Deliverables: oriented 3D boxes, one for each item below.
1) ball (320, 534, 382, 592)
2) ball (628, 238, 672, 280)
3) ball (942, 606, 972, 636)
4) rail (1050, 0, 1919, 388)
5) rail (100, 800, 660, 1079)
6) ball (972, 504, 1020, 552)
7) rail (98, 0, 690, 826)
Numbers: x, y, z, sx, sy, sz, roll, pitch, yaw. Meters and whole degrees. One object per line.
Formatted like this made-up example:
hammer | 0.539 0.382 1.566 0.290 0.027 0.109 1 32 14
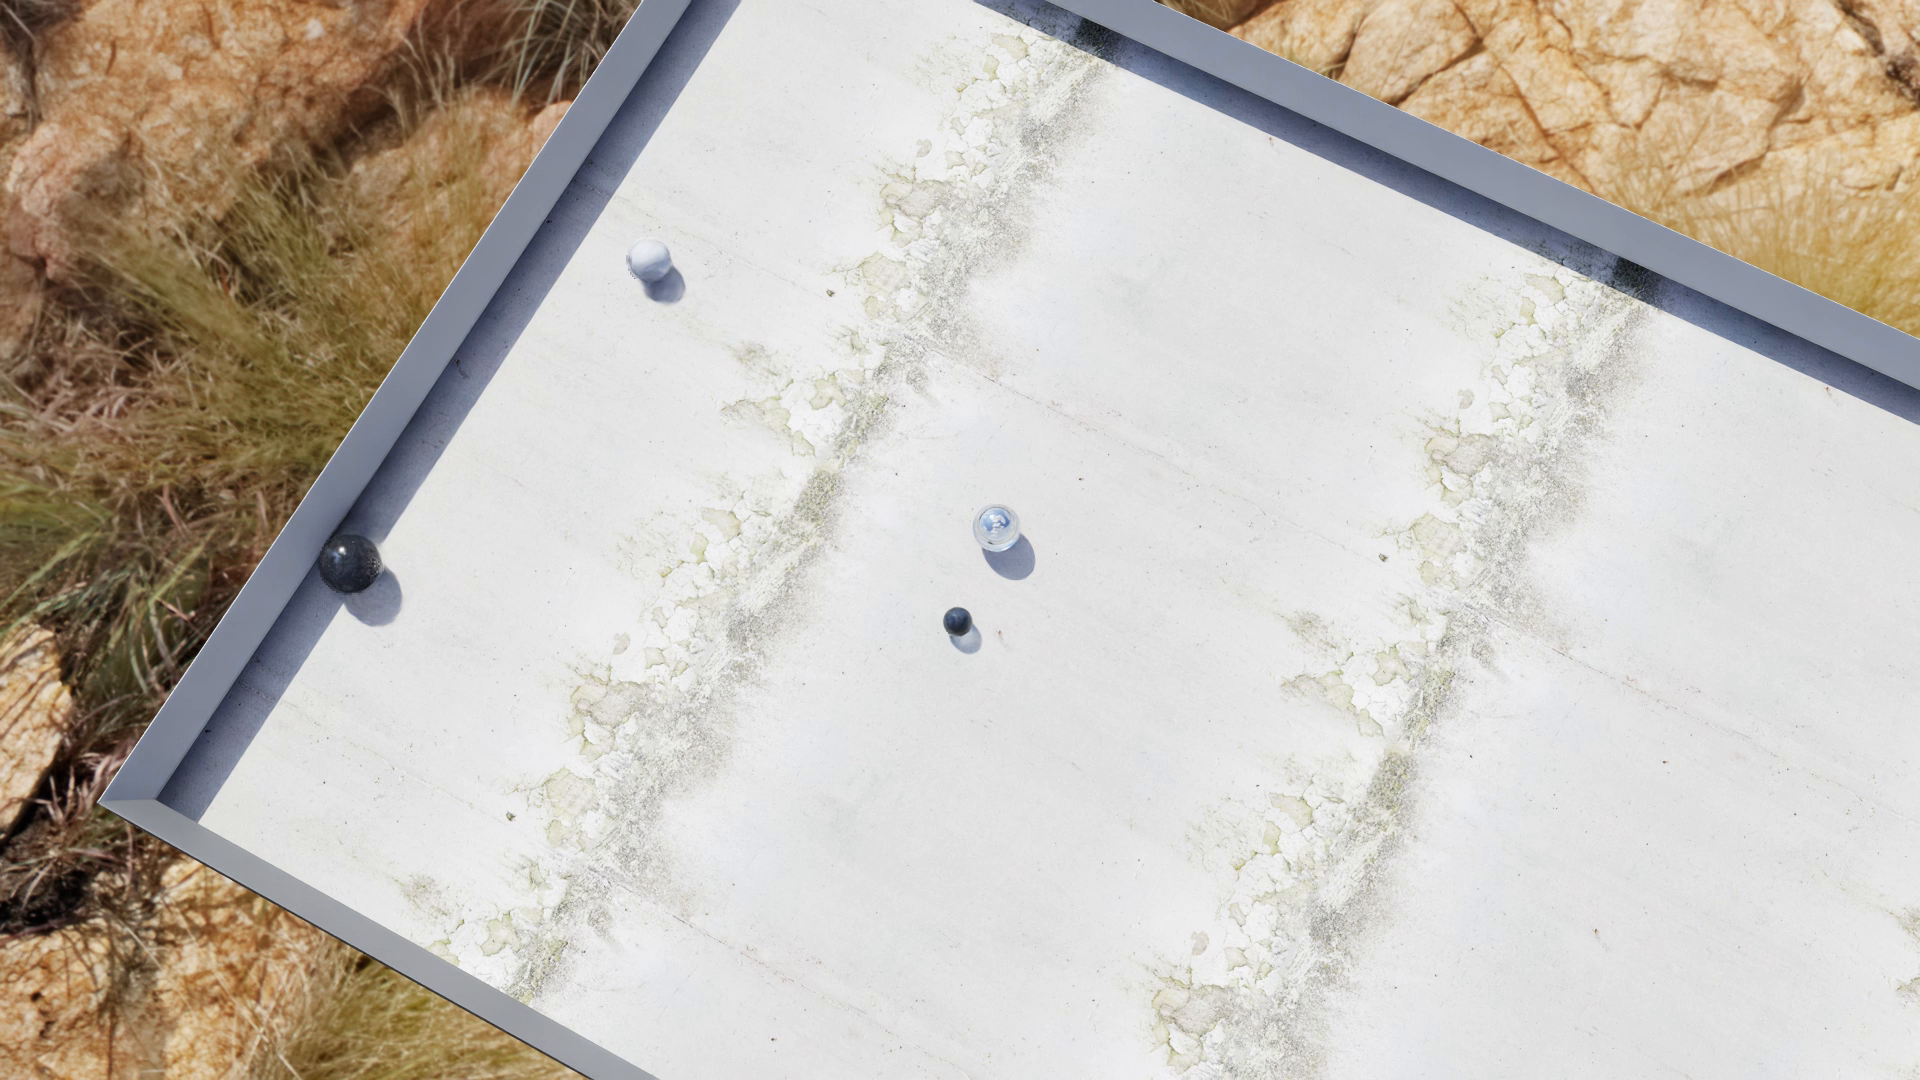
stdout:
ball | -0.949 0.036 3.428 0.092 0.092 0.092 0 69 0
ball | -0.511 -0.462 3.627 0.069 0.069 0.069 0 69 0
ball | -0.004 0.127 3.418 0.047 0.047 0.047 0 69 0
rail | 1.253 -0.405 3.578 3.645 0.119 0.045 26 72 9
rail | 0.359 1.182 2.983 3.645 0.119 0.045 26 72 9
ball | 0.057 -0.019 3.457 0.077 0.077 0.077 0 69 0
rail | -0.785 -0.398 3.575 0.045 0.119 1.964 26 72 9
